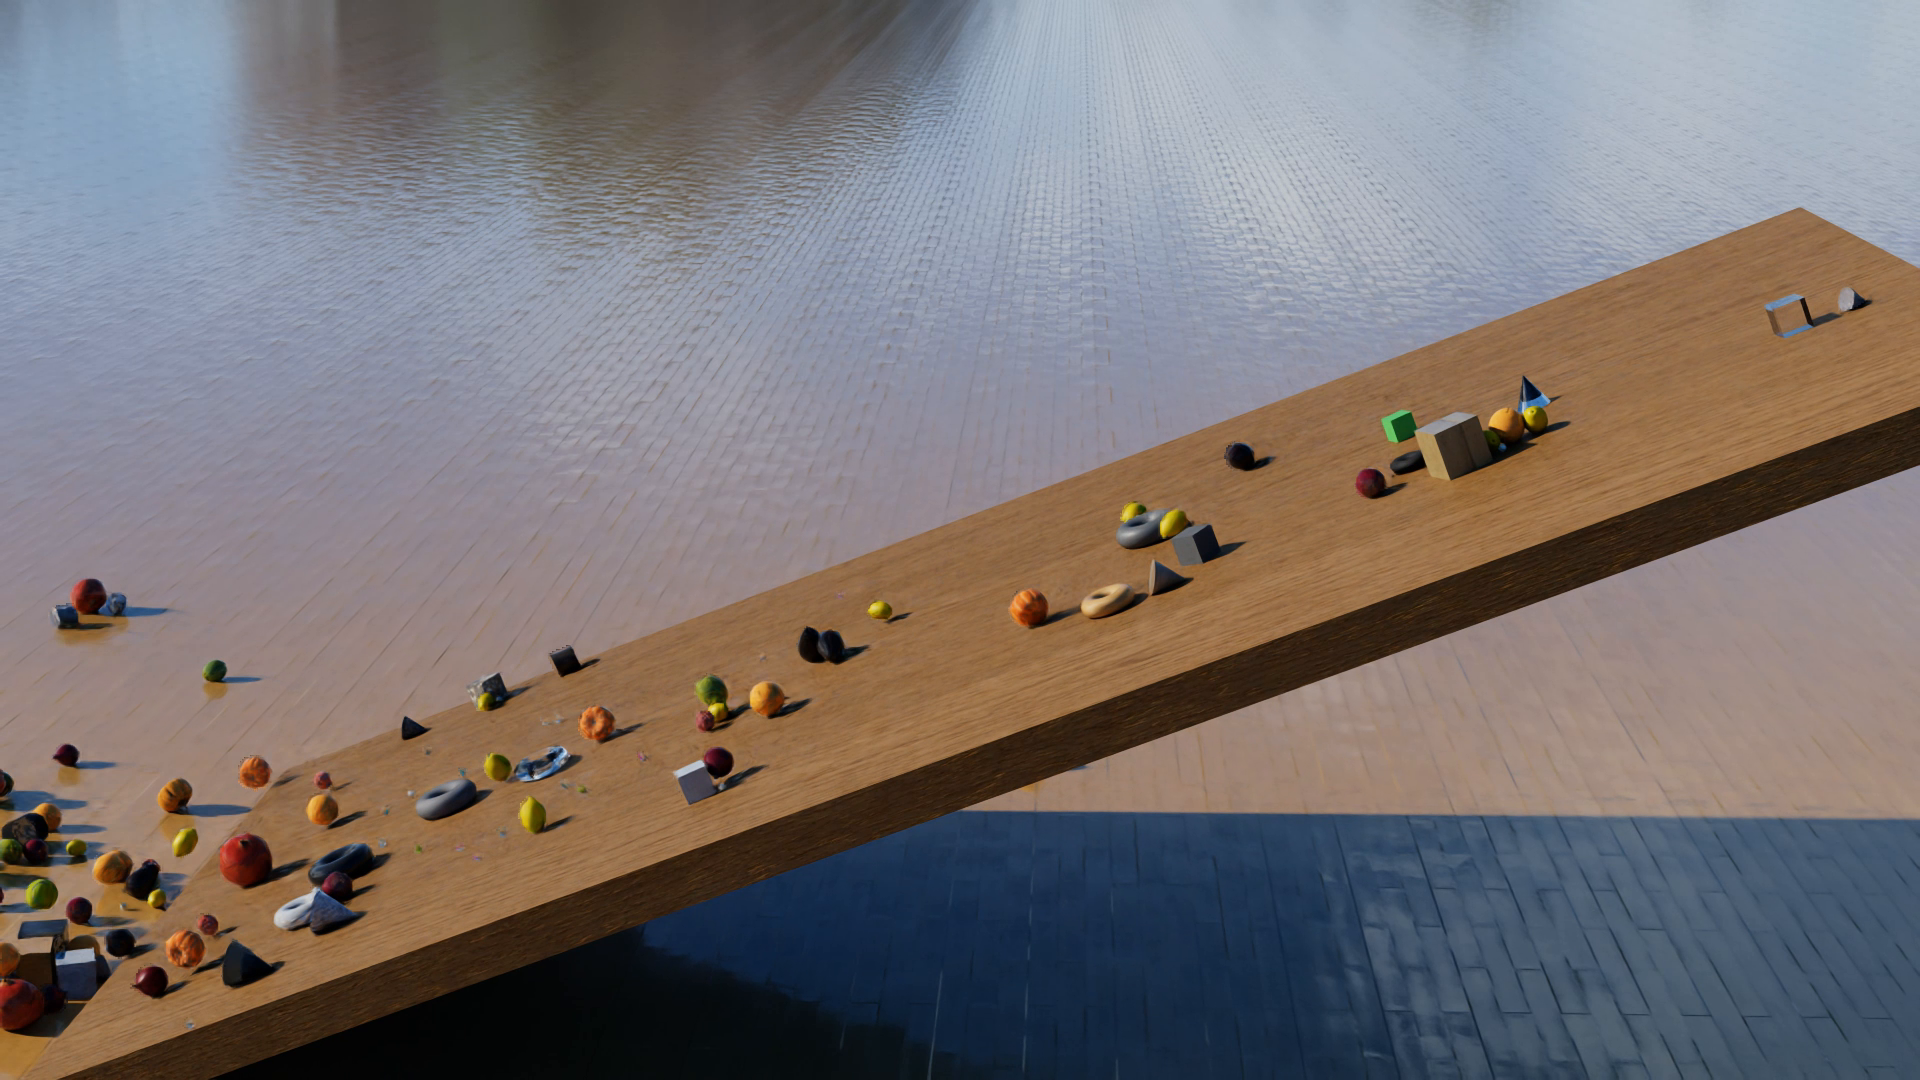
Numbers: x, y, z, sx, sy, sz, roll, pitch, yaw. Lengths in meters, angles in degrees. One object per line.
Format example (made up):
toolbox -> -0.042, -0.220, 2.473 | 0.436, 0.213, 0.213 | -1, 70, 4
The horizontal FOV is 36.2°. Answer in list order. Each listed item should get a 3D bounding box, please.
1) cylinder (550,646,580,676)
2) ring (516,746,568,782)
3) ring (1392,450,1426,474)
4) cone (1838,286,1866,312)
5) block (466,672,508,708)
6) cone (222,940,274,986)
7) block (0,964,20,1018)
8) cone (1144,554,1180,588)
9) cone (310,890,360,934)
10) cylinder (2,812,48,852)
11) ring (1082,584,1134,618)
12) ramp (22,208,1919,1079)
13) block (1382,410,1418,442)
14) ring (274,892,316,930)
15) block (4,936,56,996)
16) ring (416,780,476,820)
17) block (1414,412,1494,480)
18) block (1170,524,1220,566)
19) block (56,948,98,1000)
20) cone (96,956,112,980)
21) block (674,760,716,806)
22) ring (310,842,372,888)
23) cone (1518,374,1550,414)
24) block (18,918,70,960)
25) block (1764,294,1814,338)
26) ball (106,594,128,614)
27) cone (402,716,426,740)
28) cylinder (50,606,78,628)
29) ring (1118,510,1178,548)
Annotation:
cylinder -> -0.981, 0.302, 7.311 | 0.056, 0.056, 0.056 | -24, 19, -11
ring -> -0.910, 0.486, 6.396 | 0.123, 0.041, 0.123 | -22, 11, 4
ring -> 0.923, -0.160, 6.044 | 0.080, 0.027, 0.080 | -22, 10, 4
cone -> 1.805, -0.482, 5.918 | 0.051, 0.051, 0.051 | 2, 12, -21
block -> -1.175, 0.375, 7.315 | 0.063, 0.063, 0.063 | -10, 16, 44
cone -> -1.368, 0.826, 5.696 | 0.090, 0.090, 0.090 | 7, 14, 7
block -> -2.040, 0.951, 6.193 | 0.086, 0.086, 0.086 | 0, 13, 1
cone -> 0.419, 0.077, 5.872 | 0.072, 0.072, 0.072 | 28, 1, -26
cone -> -1.233, 0.742, 5.833 | 0.087, 0.087, 0.087 | 6, 14, 4
cylinder -> -2.287, 0.715, 7.192 | 0.078, 0.078, 0.078 | 5, 16, 21
ring -> 0.296, 0.121, 5.881 | 0.114, 0.038, 0.114 | -20, 13, 5
ramp -> 0.121, 0.175, 6.293 | 4.000, 0.100, 2.000 | -20, 12, 7
block -> 0.945, -0.244, 6.321 | 0.051, 0.051, 0.051 | -24, 12, -11
ring -> -1.333, 0.753, 5.964 | 0.121, 0.040, 0.121 | -20, 11, 4
block -> -1.996, 0.916, 6.314 | 0.095, 0.095, 0.095 | -3, 14, -13
ring -> -1.120, 0.565, 6.410 | 0.139, 0.046, 0.139 | -20, 13, 5
block -> 0.986, -0.188, 5.878 | 0.099, 0.099, 0.099 | -24, 12, -11
block -> 0.480, 0.010, 5.988 | 0.062, 0.062, 0.062 | -9, 17, 47
block -> -1.891, 0.929, 6.293 | 0.080, 0.080, 0.080 | -4, 14, -18
cone -> -1.851, 0.940, 6.365 | 0.059, 0.059, 0.059 | 32, 23, 14
block -> -0.515, 0.471, 5.713 | 0.059, 0.059, 0.059 | -24, 12, -9
ring -> -1.304, 0.685, 6.197 | 0.143, 0.048, 0.143 | -22, 12, 5
cone -> 1.187, -0.312, 6.139 | 0.072, 0.072, 0.072 | -21, 12, 5
block -> -1.998, 0.892, 6.416 | 0.096, 0.096, 0.096 | -3, 14, -11
block -> 1.669, -0.451, 5.919 | 0.064, 0.064, 0.064 | -21, 12, 2
ball -> -2.684, 0.202, 9.359 | 0.065, 0.065, 0.065 | 0, 13, 0
cone -> -1.349, 0.468, 7.296 | 0.059, 0.059, 0.059 | 5, 14, 1
cylinder -> -2.805, 0.241, 9.205 | 0.061, 0.061, 0.061 | 13, 19, 43
ring -> 0.403, -0.024, 6.318 | 0.141, 0.047, 0.141 | -20, 13, 5
